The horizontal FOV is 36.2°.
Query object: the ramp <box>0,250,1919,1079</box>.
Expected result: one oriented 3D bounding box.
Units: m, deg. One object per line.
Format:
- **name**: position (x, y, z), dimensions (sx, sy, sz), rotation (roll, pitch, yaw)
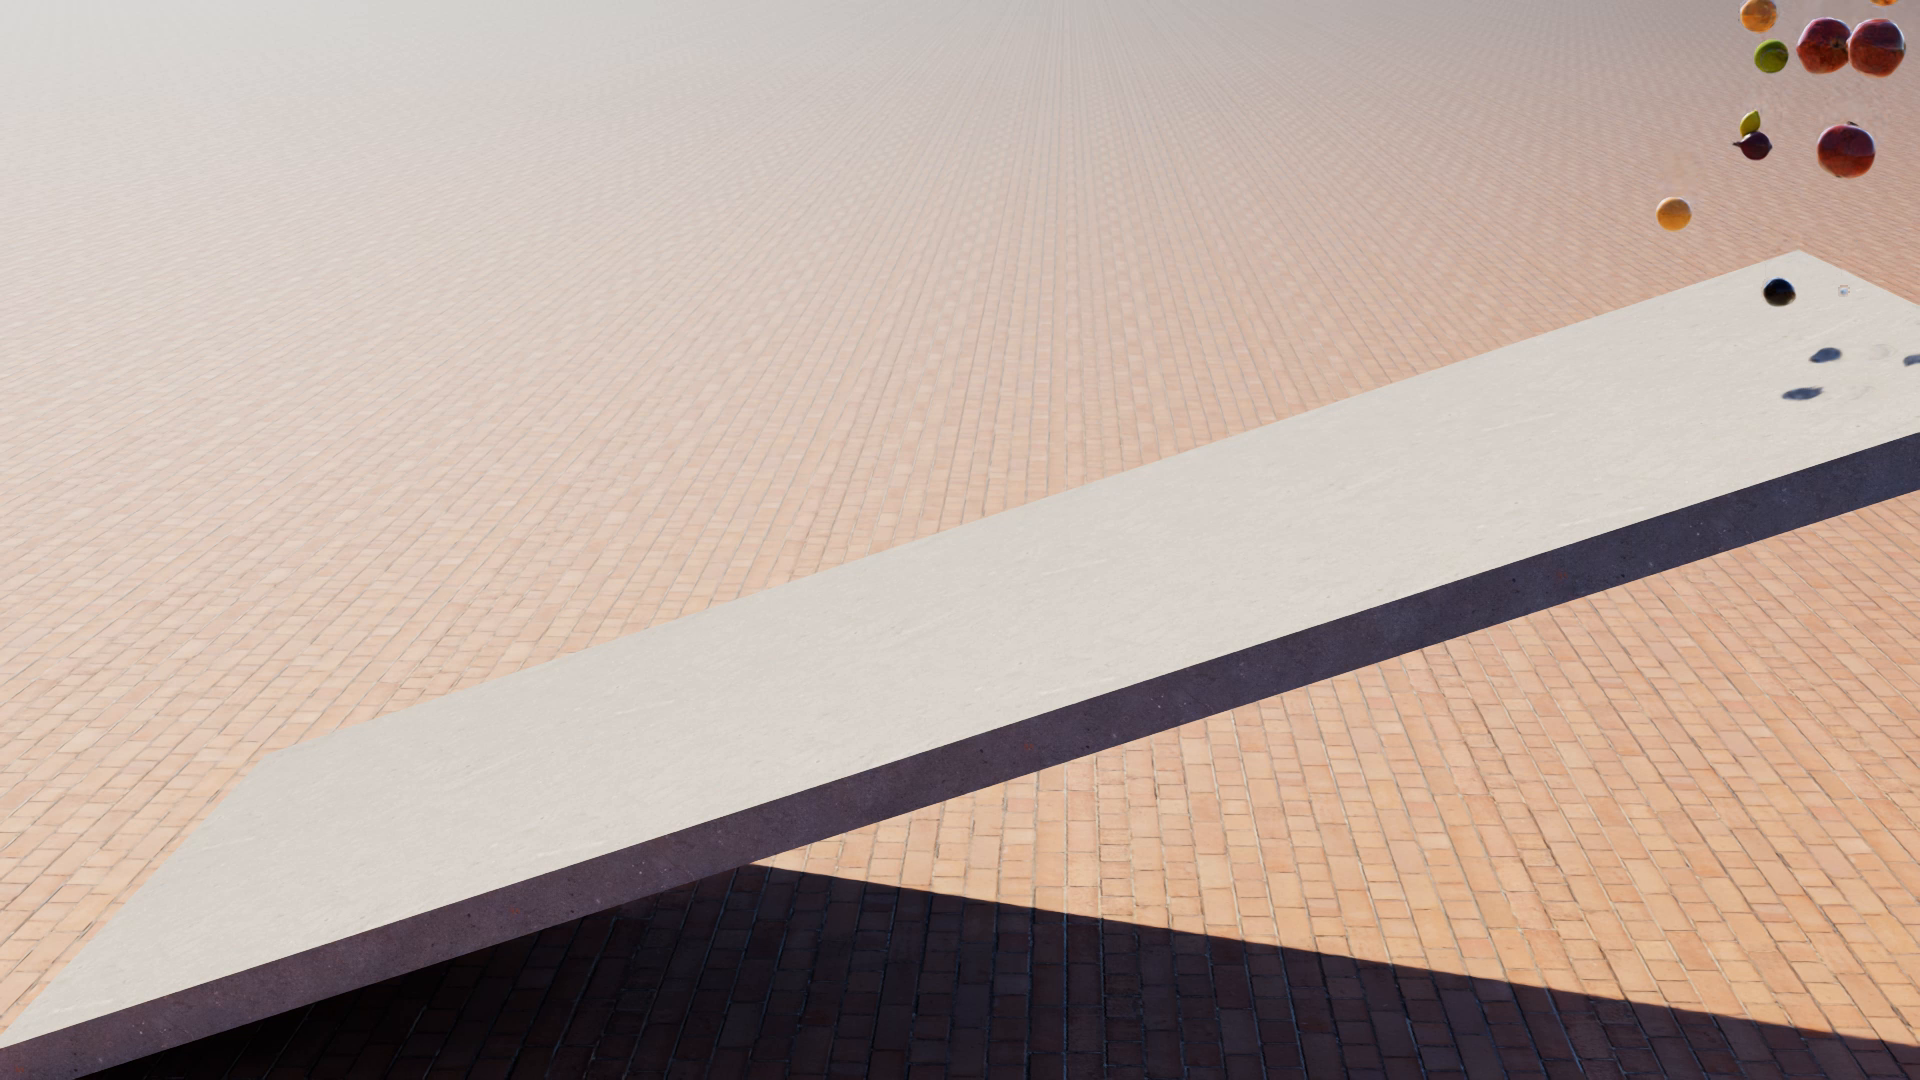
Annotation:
- **ramp**: position (0.108, 0.180, 6.304), dimensions (4.000, 0.100, 2.000), rotation (-18, 11, 6)
